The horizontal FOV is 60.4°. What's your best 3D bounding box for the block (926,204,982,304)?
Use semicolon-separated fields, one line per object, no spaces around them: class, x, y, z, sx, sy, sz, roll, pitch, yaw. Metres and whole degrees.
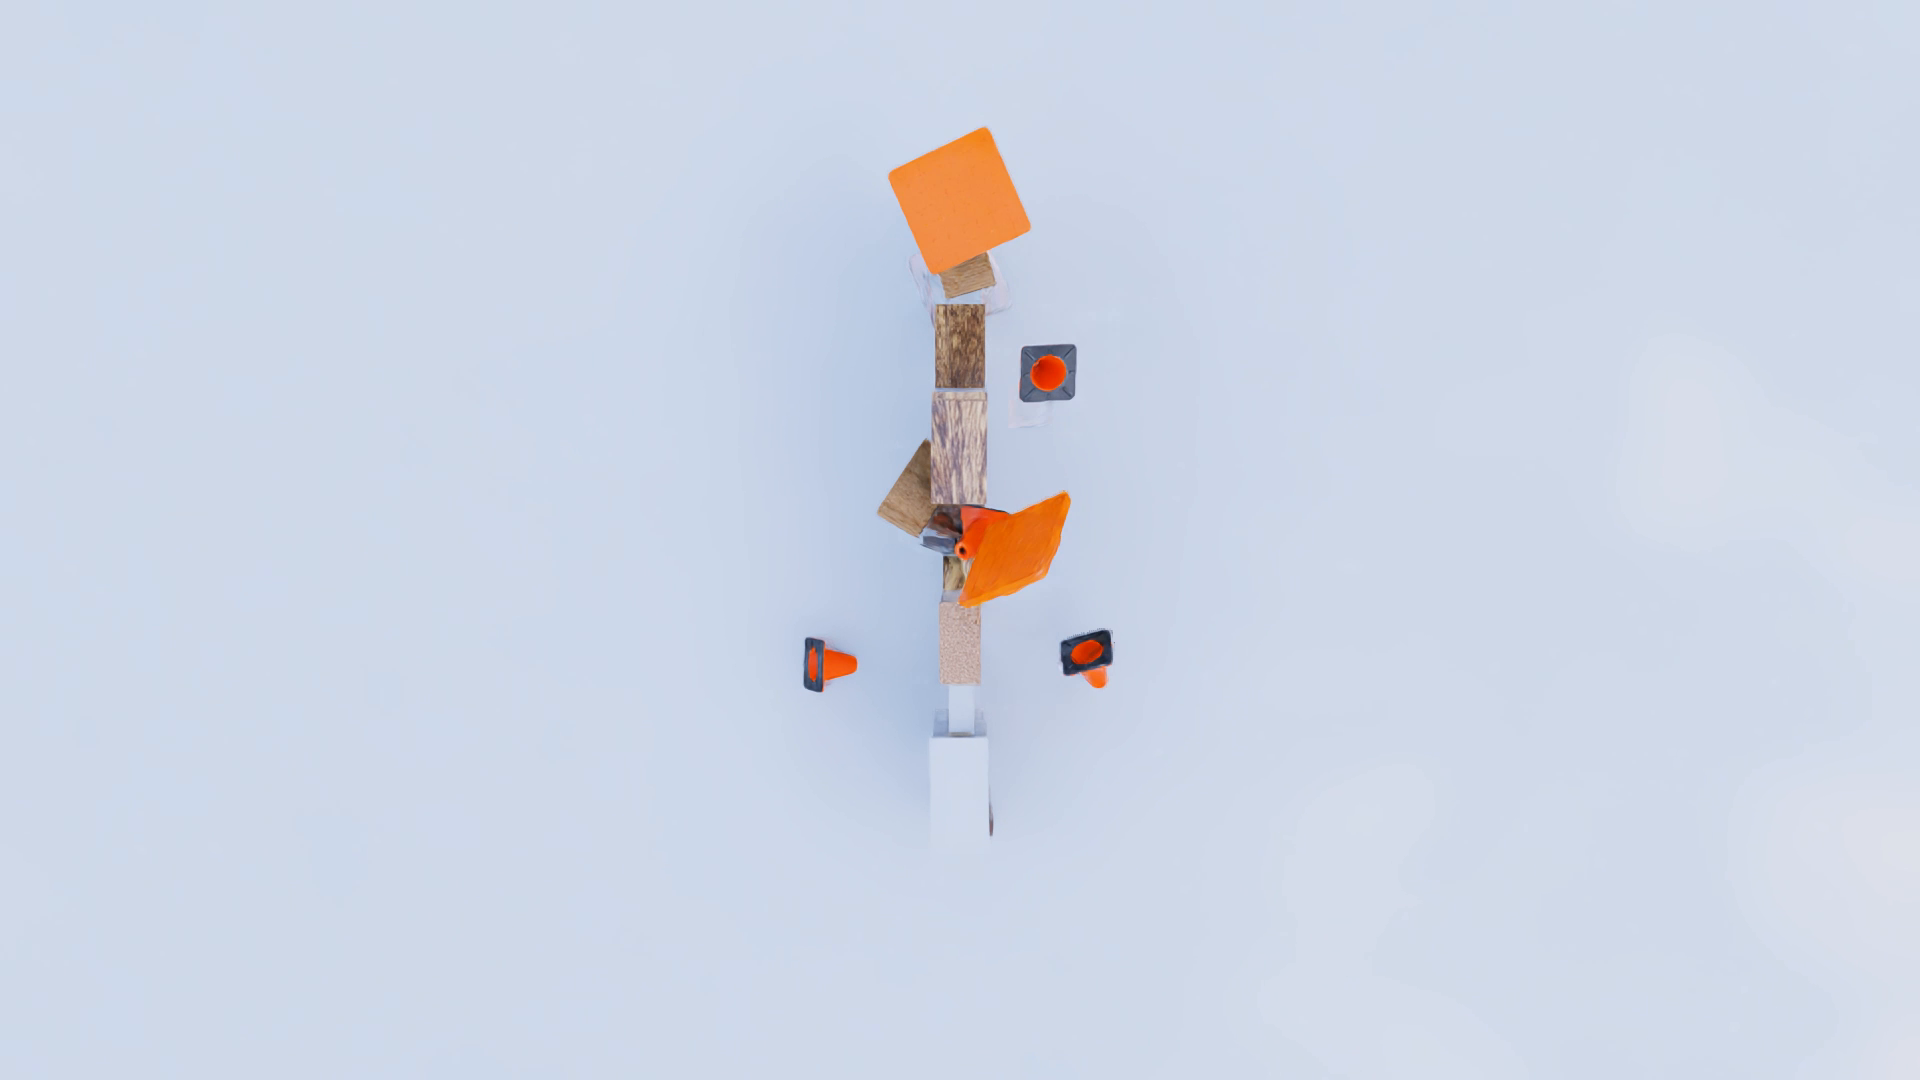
block;-0.014;-0.829;5.182;0.153;0.677;0.043;-3;65;1

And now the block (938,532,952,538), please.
block;-0.014;-0.100;5.299;0.092;0.026;0.185;8;90;2

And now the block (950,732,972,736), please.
block;0.003;0.555;5.339;0.075;0.021;0.150;0;90;0

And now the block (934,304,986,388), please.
block;0.000;-0.585;4.997;0.153;0.306;0.043;0;50;0

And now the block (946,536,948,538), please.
block;-0.001;-0.018;5.408;0.092;0.184;0.026;0;90;0

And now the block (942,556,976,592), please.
block;-0.004;0.129;5.405;0.108;0.215;0.030;0;53;0

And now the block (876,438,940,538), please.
block;-0.115;-0.154;4.893;0.141;0.040;0.283;31;63;3

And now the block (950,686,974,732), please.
block;0.005;0.523;5.161;0.078;0.022;0.157;0;90;0

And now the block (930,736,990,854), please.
block;-0.002;0.791;5.115;0.180;0.051;0.359;-1;90;0

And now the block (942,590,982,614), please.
block;0.004;0.206;5.173;0.125;0.250;0.035;1;103;2

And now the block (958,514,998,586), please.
block;0.053;0.033;5.264;0.108;0.030;0.215;-12;111;-9

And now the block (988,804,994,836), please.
block;0.014;0.895;5.320;0.180;0.359;0.051;4;89;0

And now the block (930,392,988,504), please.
block;-0.002;-0.268;4.791;0.162;0.046;0.323;1;96;1

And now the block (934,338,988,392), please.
block;0.003;-0.468;5.152;0.162;0.046;0.325;0;90;0

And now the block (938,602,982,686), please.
block;-0.001;0.315;5.003;0.125;0.035;0.250;-1;76;0

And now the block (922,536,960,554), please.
block;-0.039;0.020;5.380;0.108;0.215;0.030;3;84;17

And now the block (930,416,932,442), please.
block;-0.006;-0.268;5.056;0.162;0.483;0.046;6;70;2

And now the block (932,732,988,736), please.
block;0.000;0.668;5.320;0.180;0.359;0.051;0;91;0

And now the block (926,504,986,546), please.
block;-0.032;-0.088;5.050;0.040;0.283;0.141;-17;63;39

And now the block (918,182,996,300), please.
block;-0.009;-0.878;4.851;0.153;0.043;0.306;-16;95;3
